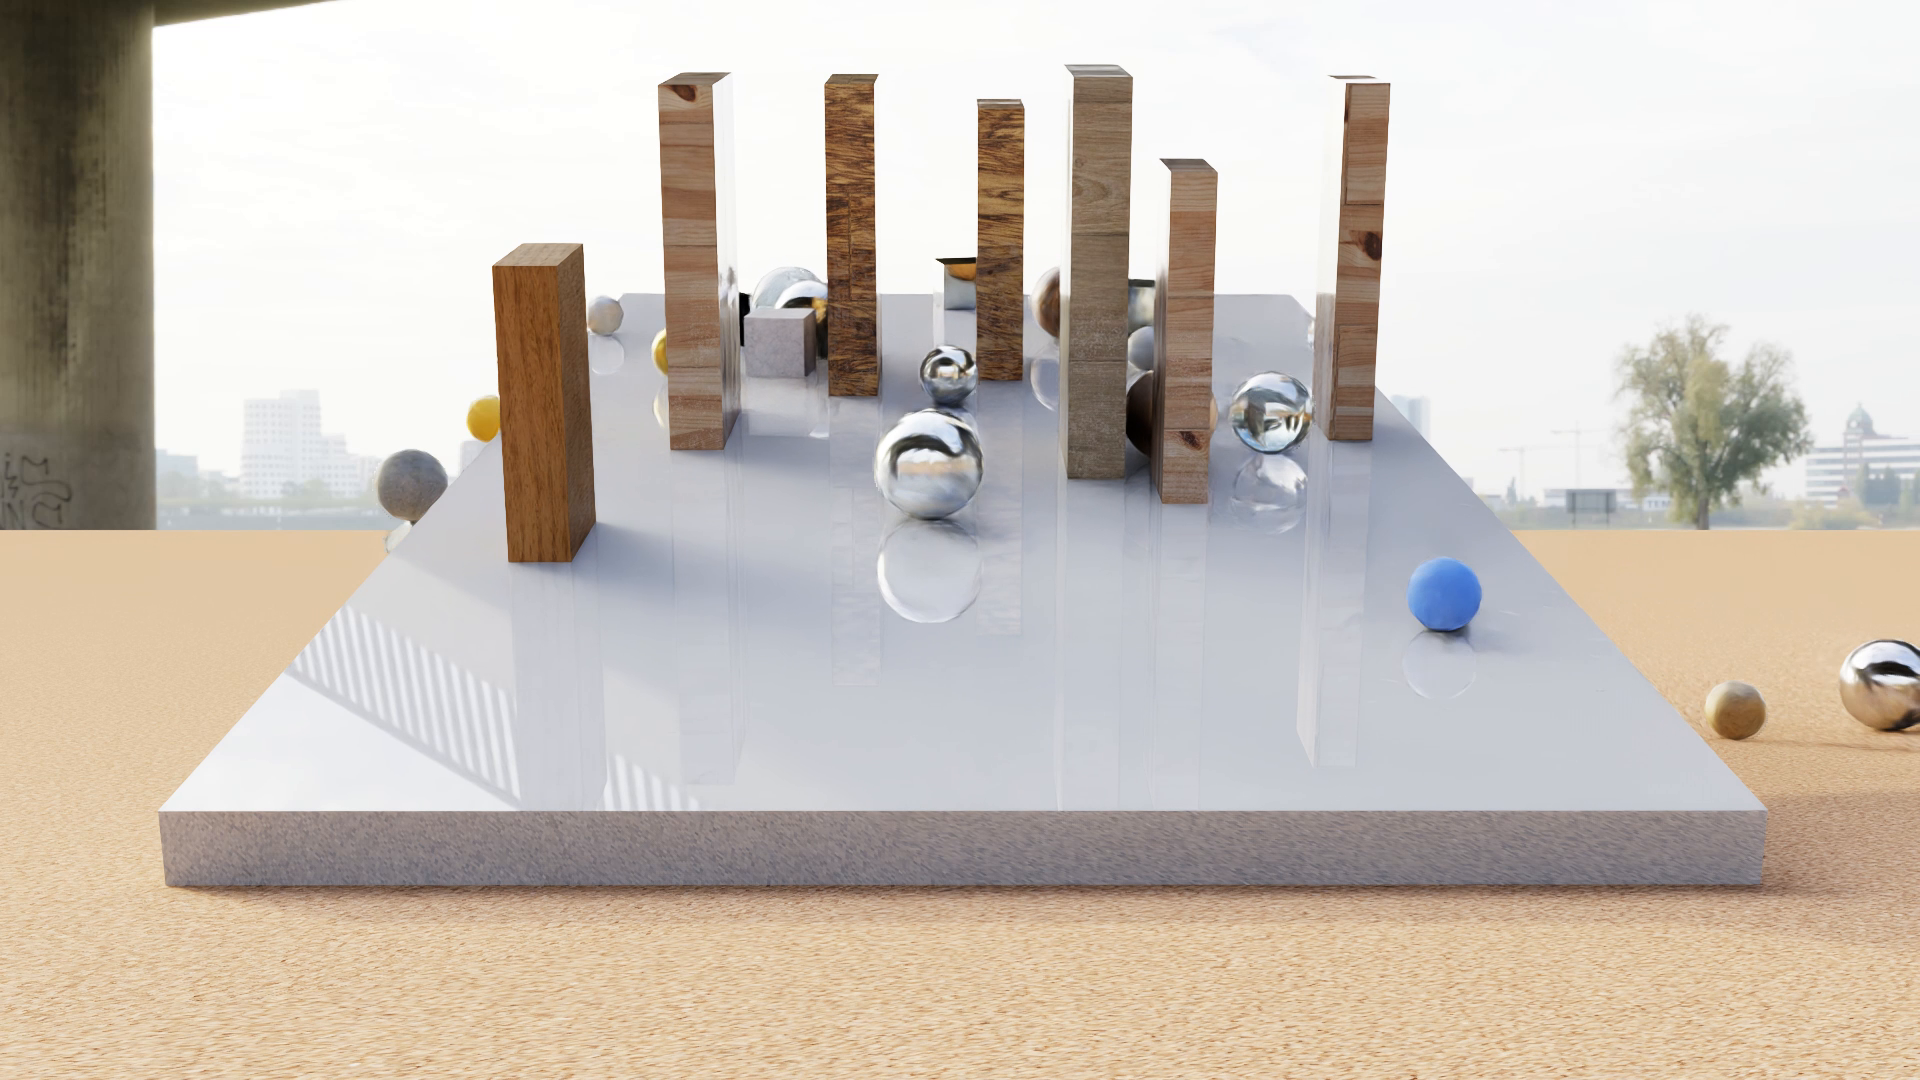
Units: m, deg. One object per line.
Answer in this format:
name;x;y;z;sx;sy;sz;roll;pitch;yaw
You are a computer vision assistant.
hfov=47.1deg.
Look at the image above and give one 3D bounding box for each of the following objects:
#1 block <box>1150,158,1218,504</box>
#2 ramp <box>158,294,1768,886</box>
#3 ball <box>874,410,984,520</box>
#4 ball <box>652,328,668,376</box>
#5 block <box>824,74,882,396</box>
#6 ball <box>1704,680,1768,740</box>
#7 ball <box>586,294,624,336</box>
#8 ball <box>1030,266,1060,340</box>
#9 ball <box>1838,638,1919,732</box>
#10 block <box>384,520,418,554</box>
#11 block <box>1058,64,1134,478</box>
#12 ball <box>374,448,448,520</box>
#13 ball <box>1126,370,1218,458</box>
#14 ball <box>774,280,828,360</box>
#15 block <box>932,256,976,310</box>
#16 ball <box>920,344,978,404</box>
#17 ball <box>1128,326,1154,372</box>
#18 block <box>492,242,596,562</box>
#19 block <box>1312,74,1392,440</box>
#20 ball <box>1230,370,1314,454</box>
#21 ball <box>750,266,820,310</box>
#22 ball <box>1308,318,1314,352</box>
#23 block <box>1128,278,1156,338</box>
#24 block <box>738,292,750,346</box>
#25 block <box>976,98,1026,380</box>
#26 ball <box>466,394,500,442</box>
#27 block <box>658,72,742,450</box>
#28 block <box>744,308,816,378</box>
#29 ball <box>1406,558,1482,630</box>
block;0.428;-0.405;4.228;0.087;0.626;0.253;0;16;0
ramp;-0.002;-0.152;4.673;2.000;0.100;4.000;0;16;0
ball;-0.057;-0.140;4.064;0.203;0.203;0.203;0;0;0
ball;-0.678;-0.455;5.321;0.135;0.135;0.135;0;0;0
block;-0.251;-0.732;5.230;0.114;0.716;0.369;0;16;0
ball;1.624;0.357;4.609;0.124;0.124;0.124;0;0;0
ball;-0.957;-0.603;5.900;0.108;0.108;0.108;0;0;0
ball;0.287;-0.630;5.829;0.200;0.200;0.200;0;0;0
ball;2.029;0.316;4.809;0.204;0.204;0.204;0;0;0
block;-1.529;0.026;6.191;0.112;0.112;0.112;-33;-27;26
block;0.270;-0.553;4.465;0.114;0.784;0.399;0;16;0
ball;-1.138;-0.114;4.565;0.150;0.150;0.150;0;0;0
ball;0.429;-0.257;4.501;0.195;0.195;0.195;0;0;0
ball;-0.376;-0.557;5.561;0.202;0.202;0.202;0;0;0
block;0.000;-0.742;6.362;0.130;0.130;0.130;-4;16;-14
ball;-0.026;-0.381;5.059;0.134;0.134;0.134;0;0;0
ball;0.465;-0.470;5.424;0.111;0.111;0.111;0;0;0
block;-0.726;-0.246;3.862;0.109;0.514;0.274;0;16;0
block;0.835;-0.607;4.724;0.093;0.751;0.247;0;16;0
ball;0.647;-0.264;4.568;0.173;0.173;0.173;0;0;0
ball;-0.442;-0.612;5.747;0.208;0.208;0.208;0;0;0
ball;0.943;-0.520;5.572;0.127;0.127;0.127;0;0;0
block;0.464;-0.610;5.854;0.148;0.148;0.148;3;15;7
block;-0.643;-0.581;5.771;0.135;0.135;0.135;-10;18;-31
block;0.096;-0.741;5.393;0.111;0.647;0.320;0;16;0
ball;-1.143;-0.294;5.350;0.117;0.117;0.117;0;0;0
block;-0.553;-0.606;4.714;0.112;0.751;0.415;0;16;0
block;-0.440;-0.485;5.407;0.147;0.147;0.147;2;16;8
ball;0.753;0.084;3.426;0.115;0.115;0.115;0;0;0
